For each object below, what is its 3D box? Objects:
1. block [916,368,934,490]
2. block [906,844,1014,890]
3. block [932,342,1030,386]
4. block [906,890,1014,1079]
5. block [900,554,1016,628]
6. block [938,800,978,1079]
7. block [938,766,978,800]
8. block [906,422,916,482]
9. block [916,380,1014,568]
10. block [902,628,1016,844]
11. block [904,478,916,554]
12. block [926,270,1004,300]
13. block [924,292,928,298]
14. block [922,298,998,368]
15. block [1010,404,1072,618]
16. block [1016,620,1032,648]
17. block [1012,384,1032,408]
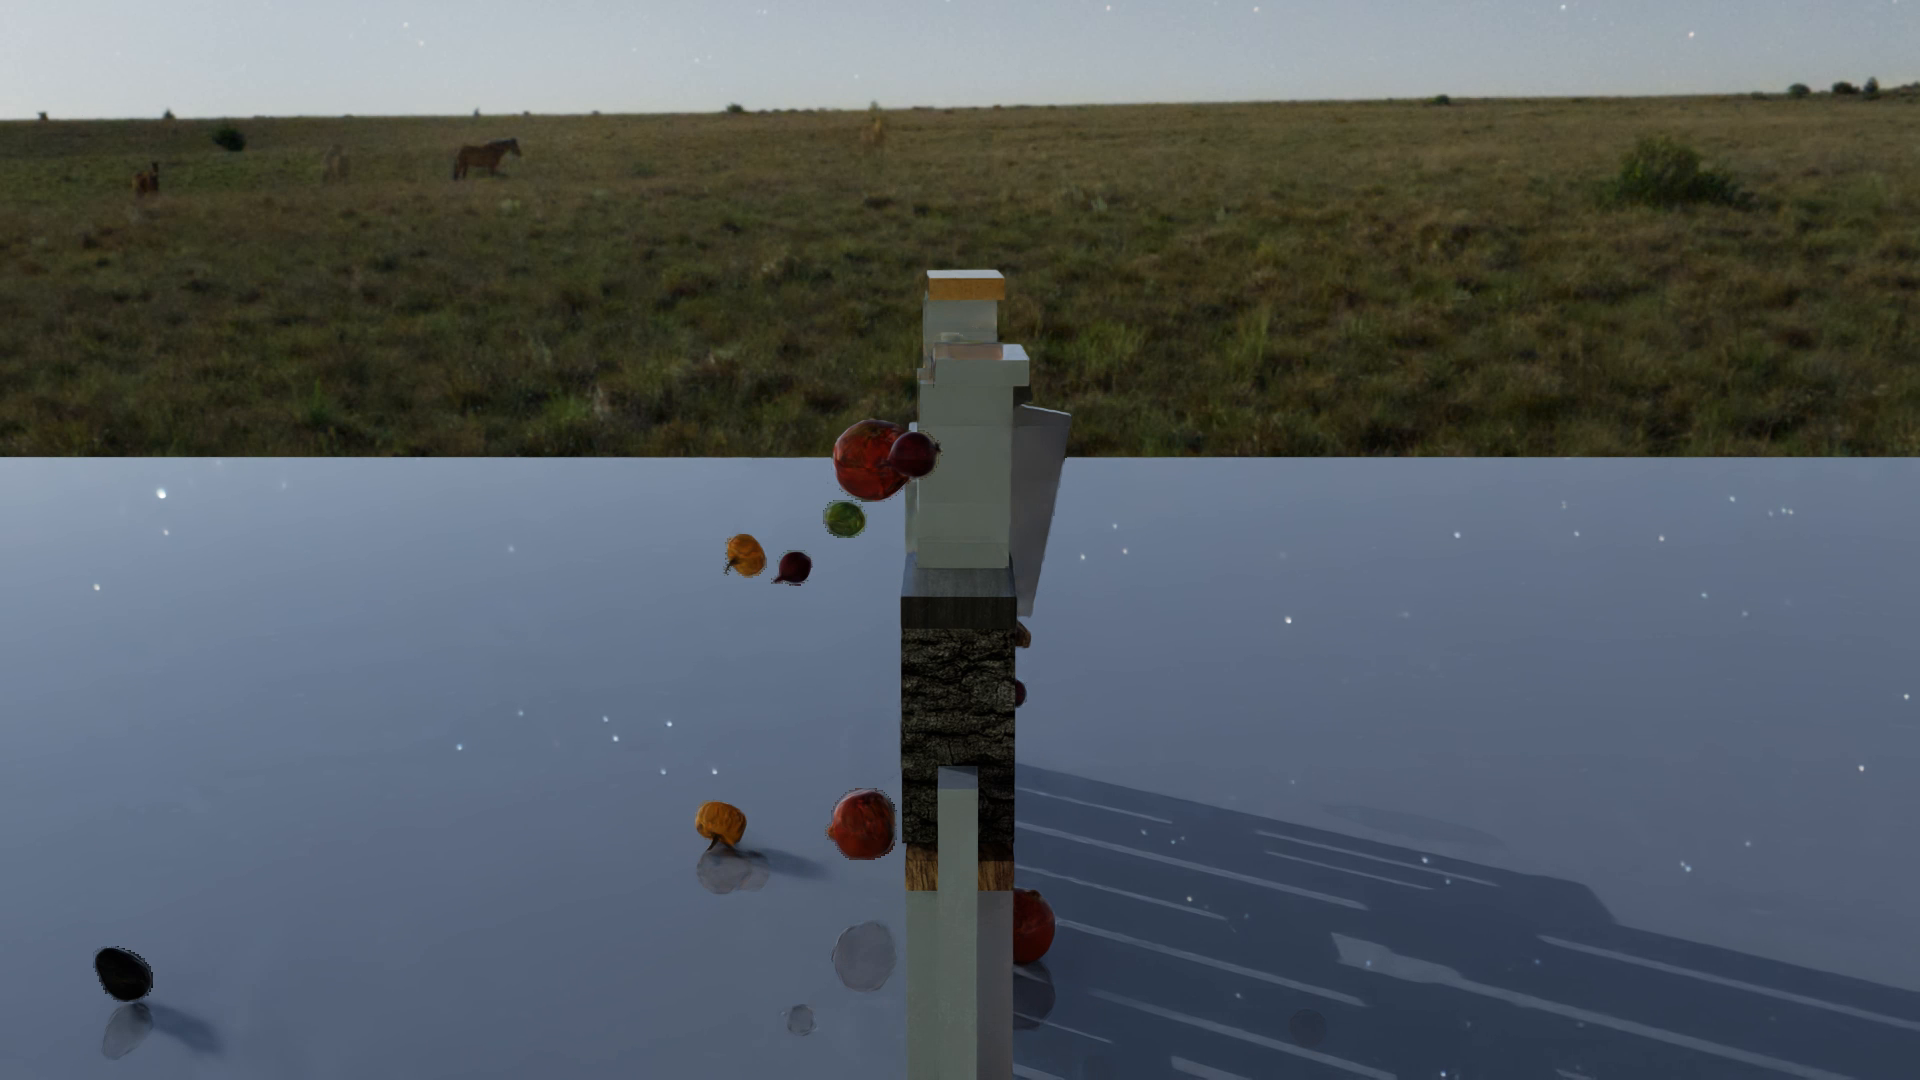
[{"bbox_3d":[0.000,-0.088,3.177,0.126,0.315,0.036,0,11,0],"label":"block"},{"bbox_3d":[0.000,0.410,2.988,0.141,0.040,0.282,0,11,0],"label":"block"},{"bbox_3d":[0.027,-0.245,3.055,0.126,0.036,0.252,1,10,-1],"label":"block"},{"bbox_3d":[0.000,0.585,2.925,0.141,0.282,0.040,0,11,0],"label":"block"},{"bbox_3d":[-0.001,0.067,2.978,0.149,0.042,0.298,0,11,0],"label":"block"},{"bbox_3d":[-0.003,0.532,2.822,0.051,0.423,0.014,0,11,0],"label":"block"},{"bbox_3d":[-0.003,0.311,2.815,0.051,0.014,0.102,0,11,0],"label":"block"},{"bbox_3d":[0.001,-0.151,3.744,0.180,0.051,0.359,0,10,0],"label":"block"},{"bbox_3d":[0.005,-0.089,3.002,0.126,0.252,0.036,0,12,-4],"label":"block"},{"bbox_3d":[-0.002,0.252,2.912,0.149,0.298,0.042,0,11,0],"label":"block"},{"bbox_3d":[0.001,0.091,3.671,0.180,0.399,0.051,1,9,6],"label":"block"},{"bbox_3d":[0.007,-0.424,3.643,0.121,0.034,0.242,0,10,-2],"label":"block"},{"bbox_3d":[0.001,-0.299,3.734,0.121,0.242,0.034,0,7,0],"label":"block"},{"bbox_3d":[0.001,-0.271,3.577,0.121,0.242,0.034,0,6,0],"label":"block"},{"bbox_3d":[0.094,-0.049,3.563,0.108,0.337,0.031,10,10,-8],"label":"block"},{"bbox_3d":[0.053,0.135,3.533,0.083,0.023,0.166,9,10,-15],"label":"block"},{"bbox_3d":[0.029,-0.215,3.418,0.108,0.031,0.217,-4,8,19],"label":"block"}]
